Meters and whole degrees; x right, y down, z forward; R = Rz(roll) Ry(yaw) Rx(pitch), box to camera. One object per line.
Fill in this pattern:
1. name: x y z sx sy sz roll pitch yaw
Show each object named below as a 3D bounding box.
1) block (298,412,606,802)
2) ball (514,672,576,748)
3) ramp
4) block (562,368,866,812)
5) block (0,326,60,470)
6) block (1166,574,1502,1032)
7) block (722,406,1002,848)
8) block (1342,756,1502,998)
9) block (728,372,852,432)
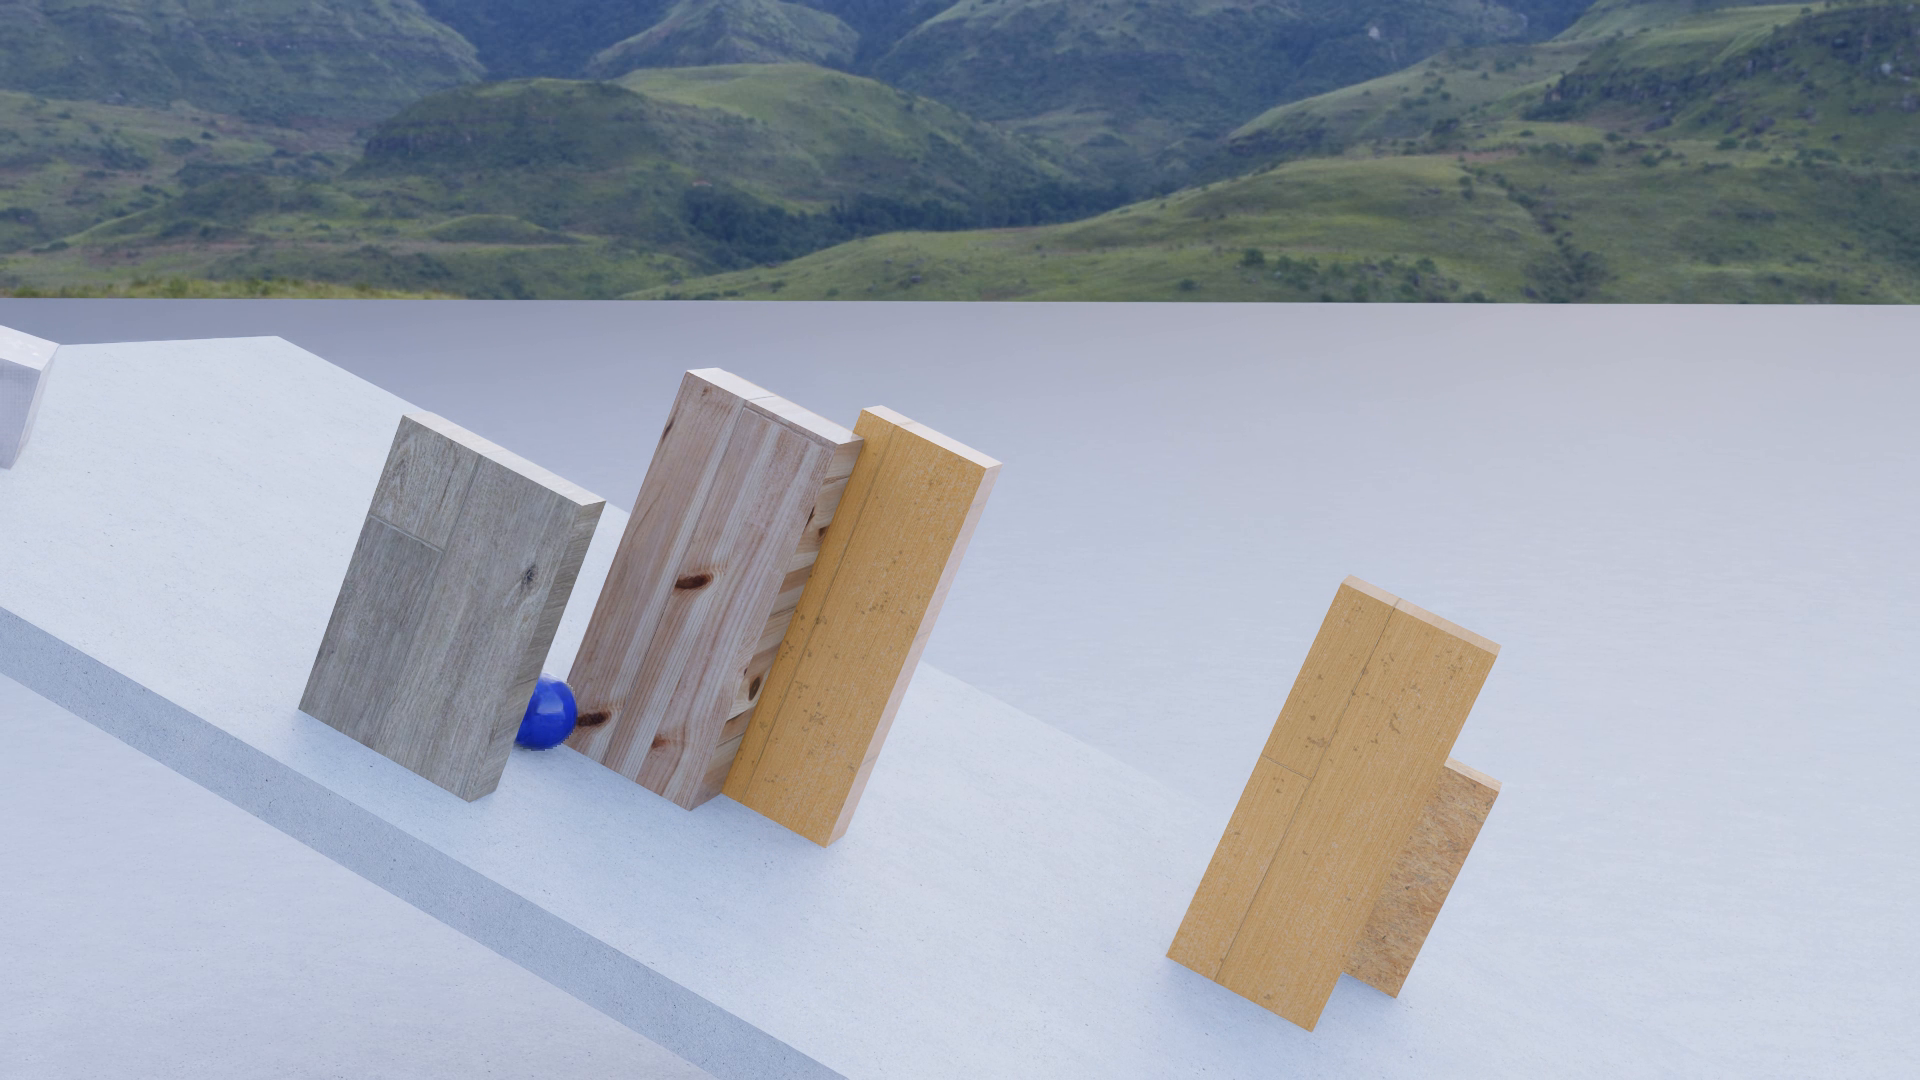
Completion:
1. block: -0.809 0.105 3.487 0.334 0.521 0.084 26 13 13
2. ball: -0.721 0.292 3.760 0.130 0.130 0.130 0 7 0
3. ramp: -0.287 0.498 4.183 4.000 0.100 2.000 26 13 13
4. block: -0.443 0.084 3.799 0.296 0.697 0.131 26 13 13
5. block: -1.803 -0.278 4.045 0.199 0.199 0.199 19 14 -18
6. block: 0.669 0.475 3.965 0.294 0.768 0.114 26 13 13
7. block: -0.187 0.153 3.861 0.242 0.740 0.101 26 13 13
8. block: 0.836 0.627 4.319 0.269 0.464 0.087 26 13 13
9. block: -0.452 -0.088 4.997 0.397 0.459 0.081 26 13 13
